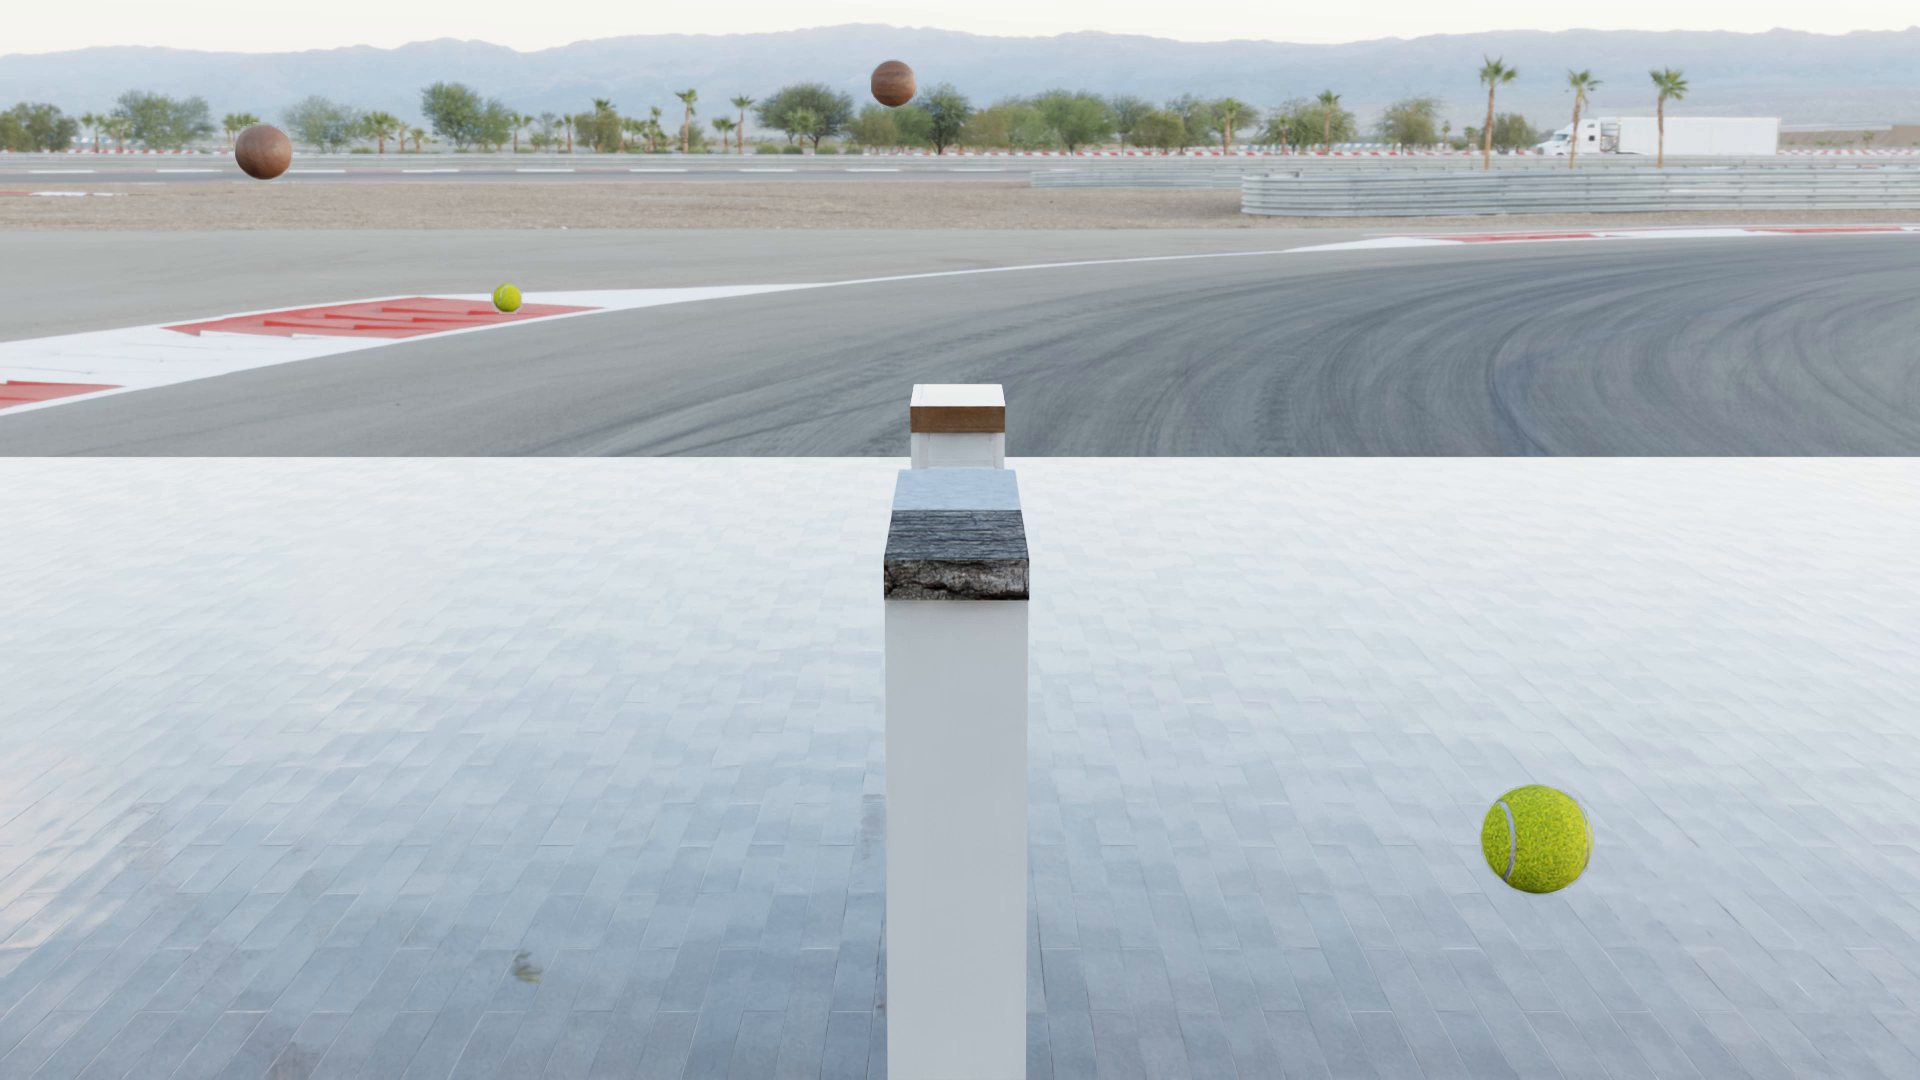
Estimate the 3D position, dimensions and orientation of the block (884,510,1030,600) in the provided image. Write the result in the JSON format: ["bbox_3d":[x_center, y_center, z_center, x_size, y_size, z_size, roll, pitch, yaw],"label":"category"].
[{"bbox_3d":[-0.004,0.016,2.803,0.175,0.049,0.349,0,11,0],"label":"block"}]

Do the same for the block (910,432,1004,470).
[{"bbox_3d":[-0.004,-0.038,4.191,0.176,0.353,0.050,0,11,0],"label":"block"}]

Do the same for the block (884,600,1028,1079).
[{"bbox_3d":[-0.004,0.405,2.757,0.175,0.698,0.049,0,11,0],"label":"block"}]

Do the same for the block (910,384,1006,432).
[{"bbox_3d":[-0.004,-0.257,4.270,0.176,0.050,0.353,0,11,0],"label":"block"}]

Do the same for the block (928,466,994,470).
[{"bbox_3d":[0.001,-0.097,3.989,0.124,0.035,0.248,0,11,0],"label":"block"}]

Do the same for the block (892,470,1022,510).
[{"bbox_3d":[-0.004,-0.050,3.151,0.175,0.050,0.351,0,11,0],"label":"block"}]
